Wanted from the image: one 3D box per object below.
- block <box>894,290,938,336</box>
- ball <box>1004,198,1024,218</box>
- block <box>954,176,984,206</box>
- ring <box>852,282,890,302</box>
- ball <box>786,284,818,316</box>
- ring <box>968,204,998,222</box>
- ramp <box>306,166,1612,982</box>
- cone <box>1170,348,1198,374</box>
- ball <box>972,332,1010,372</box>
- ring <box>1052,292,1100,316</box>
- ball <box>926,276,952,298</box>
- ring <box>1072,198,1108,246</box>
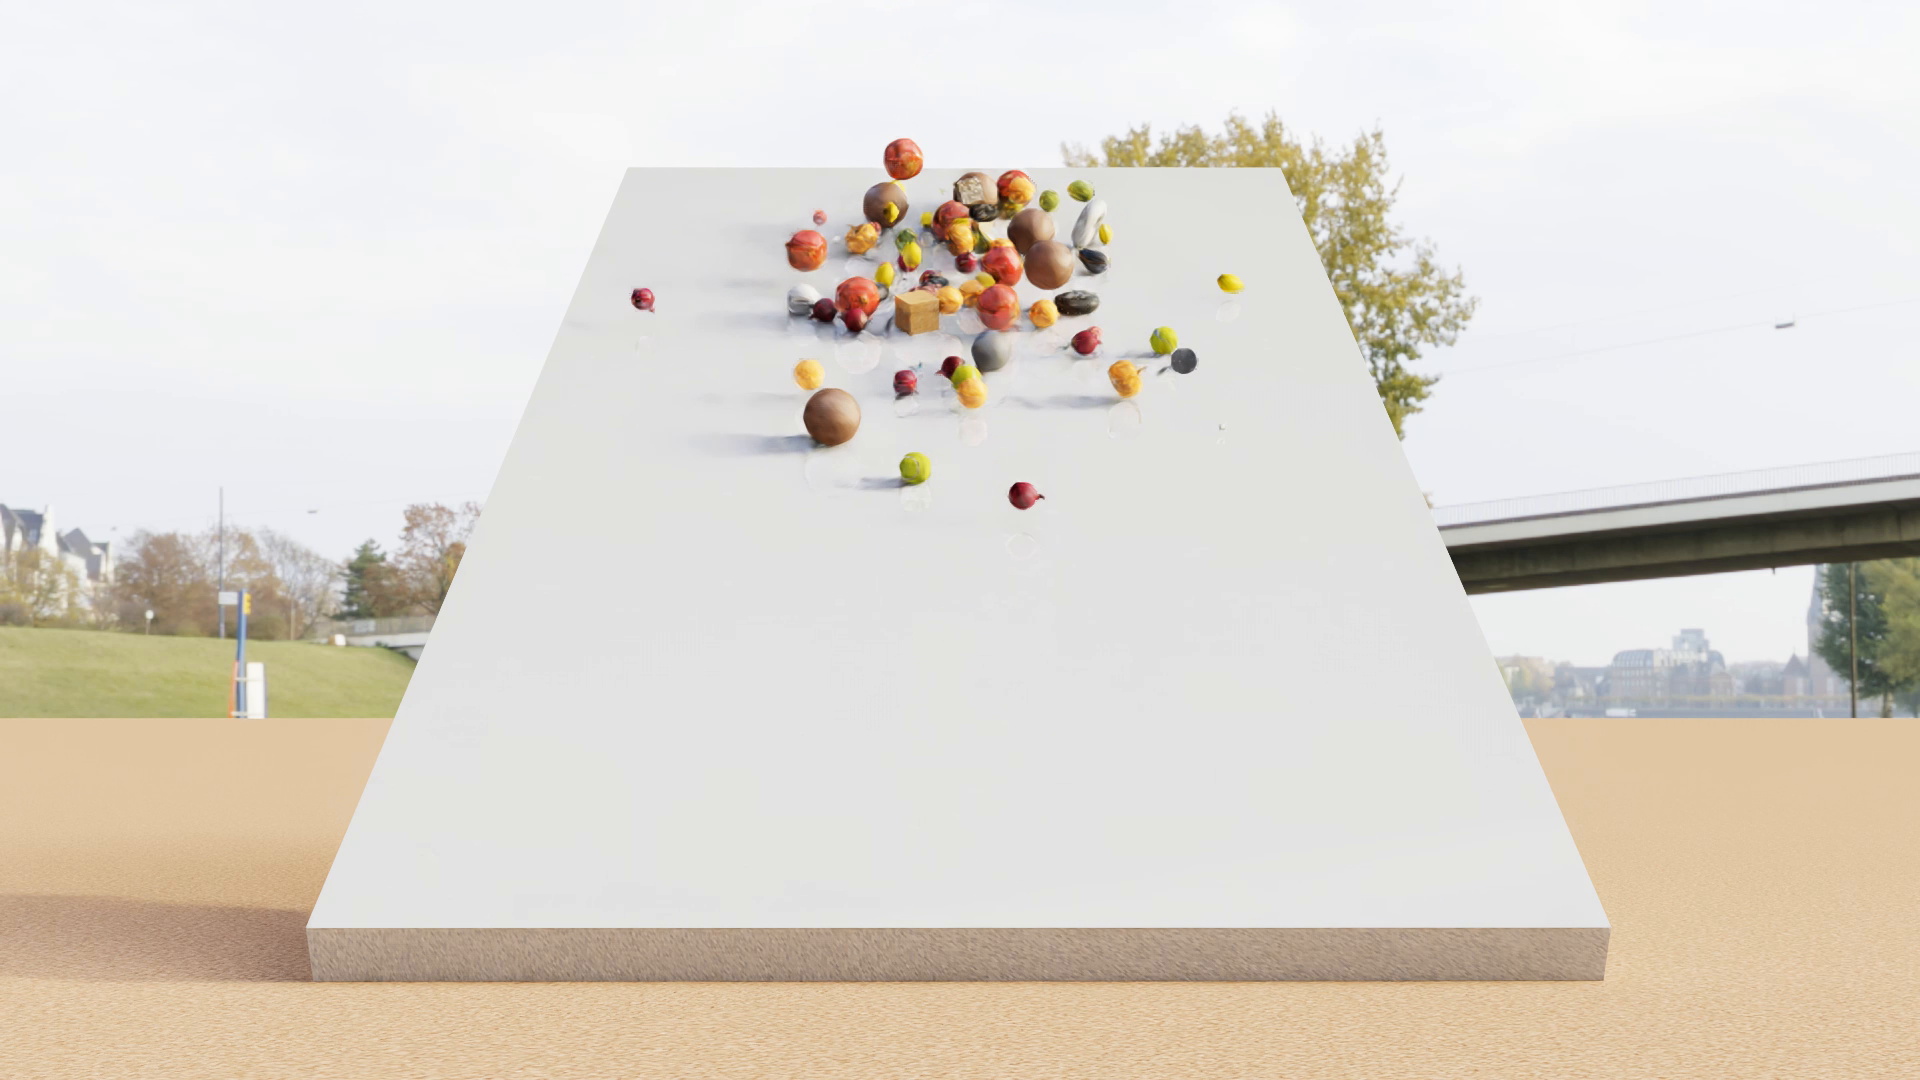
[{"bbox_3d":[-0.109,-0.574,5.932,0.082,0.082,0.082,-14,29,-27],"label":"block"},{"bbox_3d":[0.154,-0.952,6.745,0.059,0.059,0.059,0,-4,0],"label":"ball"},{"bbox_3d":[0.025,-0.978,6.589,0.063,0.063,0.063,-17,13,-8],"label":"block"},{"bbox_3d":[-0.234,-0.648,6.141,0.101,0.034,0.101,1,26,-1],"label":"ring"},{"bbox_3d":[-0.402,-0.616,6.017,0.083,0.083,0.083,0,-4,0],"label":"ball"},{"bbox_3d":[0.064,-0.886,6.368,0.083,0.028,0.083,1,33,-1],"label":"ring"},{"bbox_3d":[-0.009,-0.229,5.426,2.000,0.100,4.000,0,26,0],"label":"ramp"},{"bbox_3d":[0.541,-0.431,5.701,0.065,0.065,0.065,0,-1,2],"label":"cone"},{"bbox_3d":[0.075,-0.455,5.671,0.095,0.095,0.095,0,-4,0],"label":"ball"},{"bbox_3d":[0.300,-0.609,6.048,0.125,0.042,0.125,-3,20,1],"label":"ring"},{"bbox_3d":[-0.056,-0.652,6.112,0.066,0.066,0.066,0,-4,0],"label":"ball"},{"bbox_3d":[0.357,-0.875,6.486,0.048,0.144,0.144,32,2,11],"label":"ring"}]
